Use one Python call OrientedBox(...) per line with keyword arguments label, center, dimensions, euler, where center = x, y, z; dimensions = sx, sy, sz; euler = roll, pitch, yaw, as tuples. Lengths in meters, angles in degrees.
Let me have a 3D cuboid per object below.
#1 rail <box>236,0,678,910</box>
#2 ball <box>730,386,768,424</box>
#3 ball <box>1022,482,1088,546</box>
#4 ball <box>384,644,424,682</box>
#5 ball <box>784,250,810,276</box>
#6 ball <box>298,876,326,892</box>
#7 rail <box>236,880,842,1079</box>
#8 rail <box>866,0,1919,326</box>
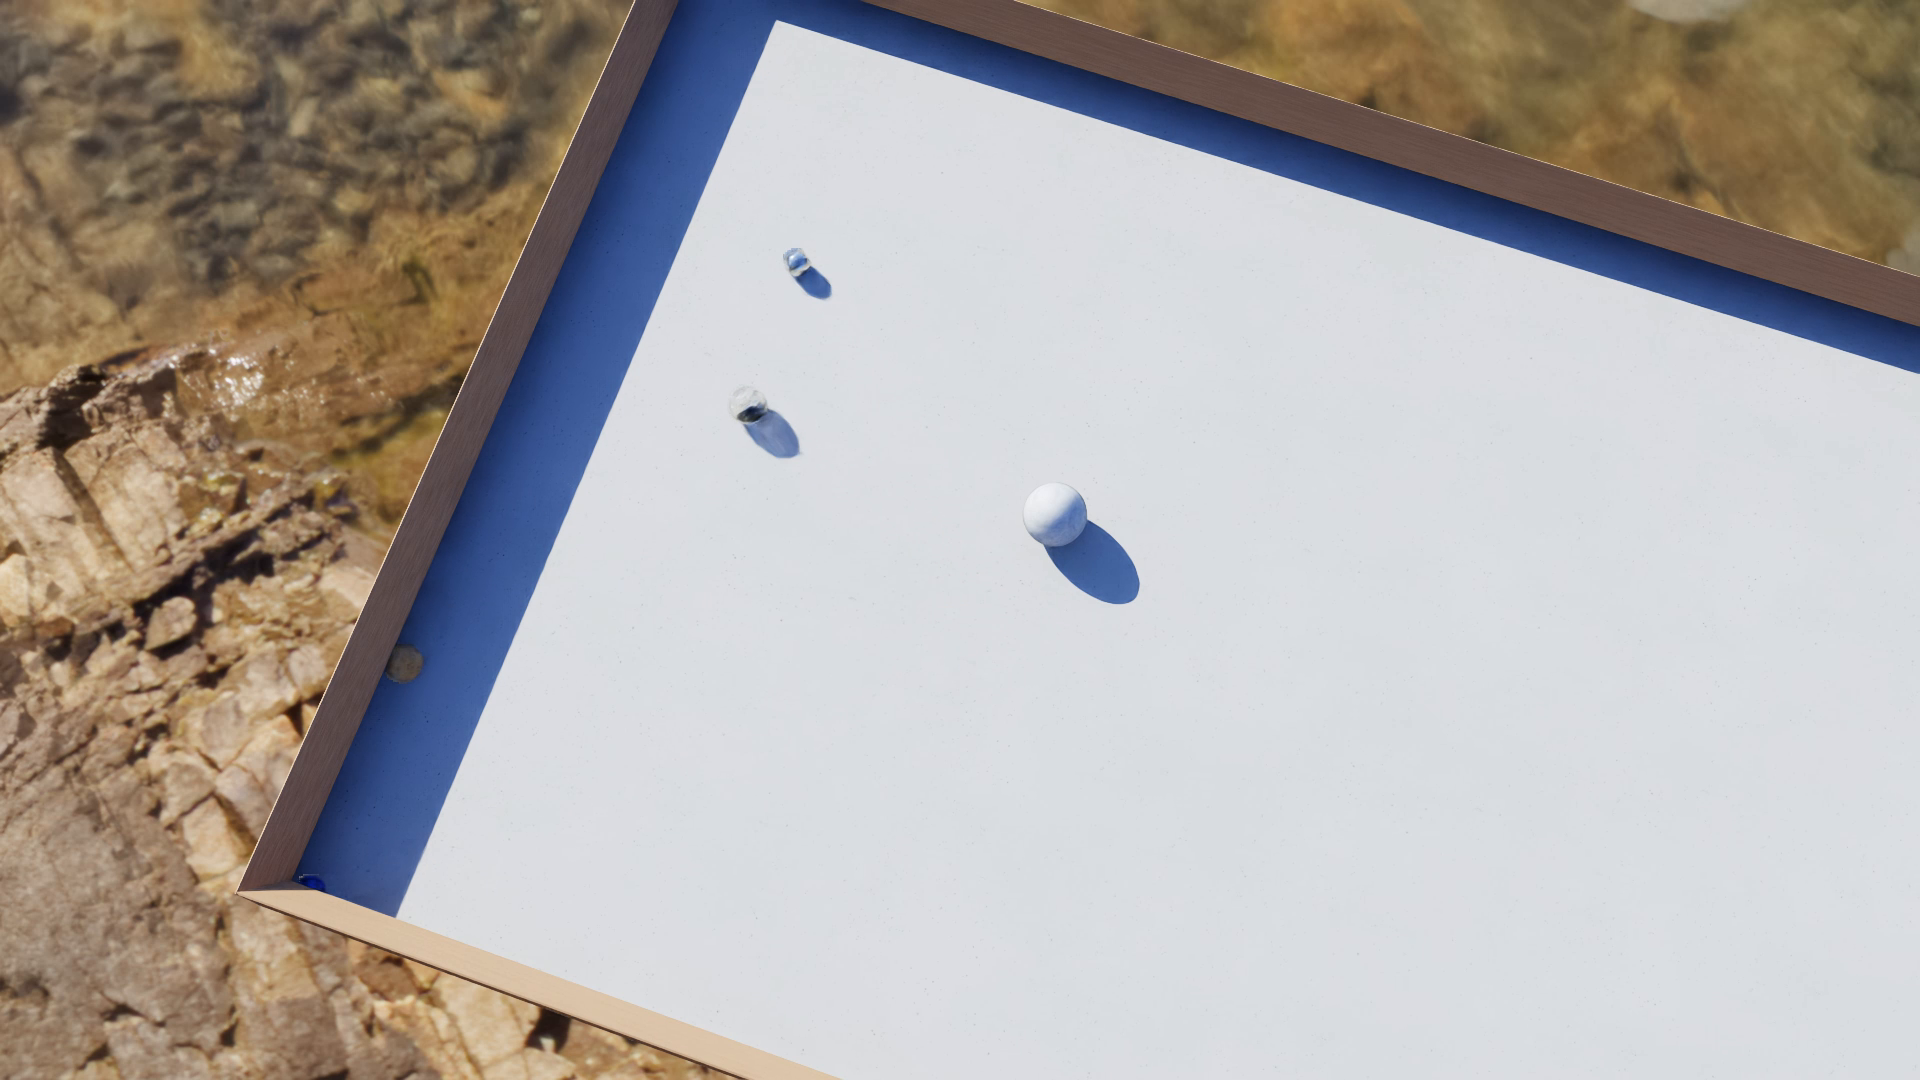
OrientedBox(label="rail", center=(-0.726, -0.252, 3.440), dimensions=(0.045, 0.130, 1.738), euler=(18, 73, 6))
OrientedBox(label="ball", center=(-0.333, -0.212, 3.465), dimensions=(0.061, 0.061, 0.061), euler=(0, 72, 0))
OrientedBox(label="ball", center=(0.146, -0.039, 3.390), dimensions=(0.100, 0.100, 0.100), euler=(0, 72, 0))
OrientedBox(label="ball", center=(-0.845, 0.186, 3.340), dimensions=(0.058, 0.058, 0.058), euler=(0, 72, 0))
OrientedBox(label="ball", center=(-0.263, -0.446, 3.549), dimensions=(0.042, 0.042, 0.042), euler=(0, 72, 0))
OrientedBox(label="ball", center=(-0.958, 0.517, 3.243), dimensions=(0.043, 0.043, 0.043), euler=(0, 72, 0))
OrientedBox(label="rail", center=(0.470, 0.999, 3.043), dimensions=(3.168, 0.130, 0.045), euler=(18, 73, 6))
OrientedBox(label="rail", center=(1.026, -0.523, 3.526), dimensions=(3.168, 0.130, 0.045), euler=(18, 73, 6))
